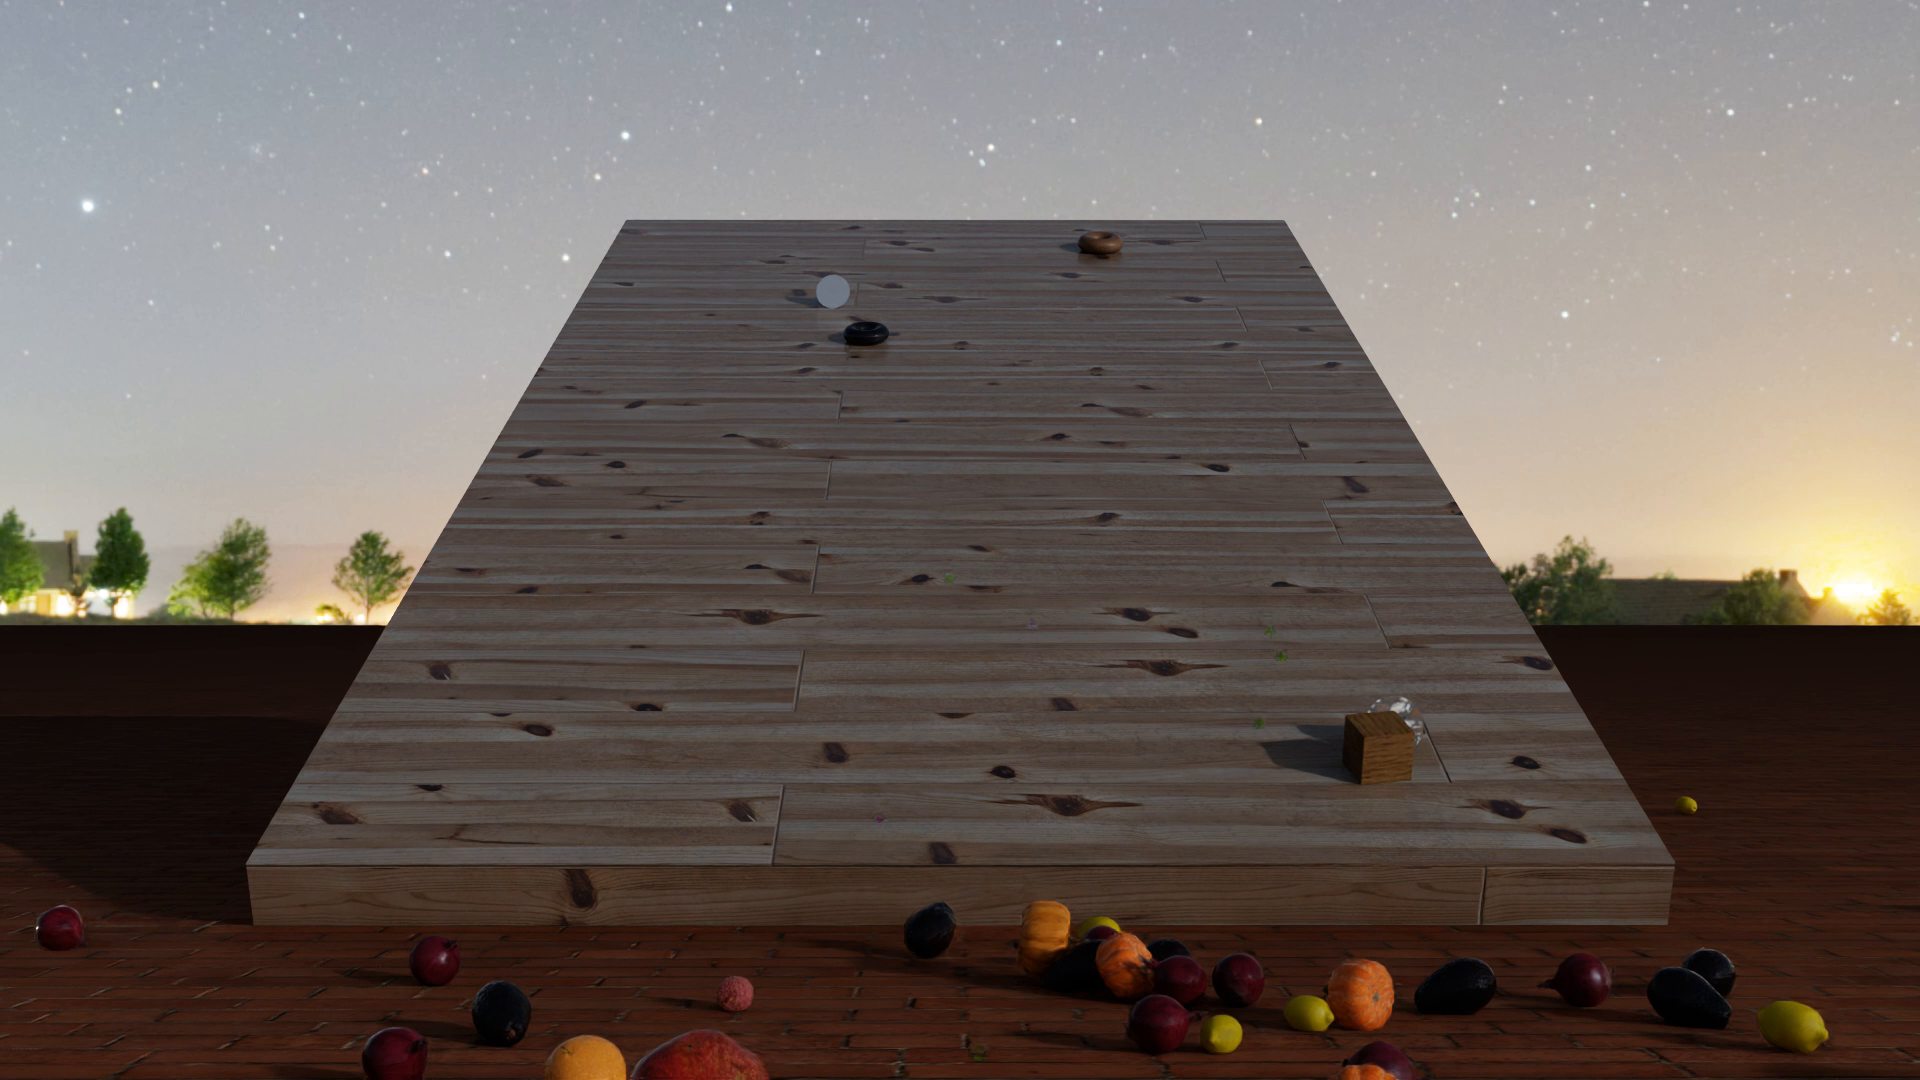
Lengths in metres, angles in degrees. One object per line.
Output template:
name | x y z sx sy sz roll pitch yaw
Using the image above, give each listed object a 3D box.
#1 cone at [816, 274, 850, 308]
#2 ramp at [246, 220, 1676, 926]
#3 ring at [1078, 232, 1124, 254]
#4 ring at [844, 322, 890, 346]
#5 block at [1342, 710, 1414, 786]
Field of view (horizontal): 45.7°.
cone | -0.331 -0.646 6.013 0.089 0.089 0.089 0 -6 2
ramp | -0.006 -0.214 5.076 2.000 0.100 4.000 0 21 0
ring | 0.404 -0.856 6.561 0.131 0.044 0.131 1 22 0
ring | -0.233 -0.514 5.669 0.115 0.038 0.115 -1 22 0
block | 0.632 0.314 3.444 0.080 0.080 0.080 -4 21 -11
